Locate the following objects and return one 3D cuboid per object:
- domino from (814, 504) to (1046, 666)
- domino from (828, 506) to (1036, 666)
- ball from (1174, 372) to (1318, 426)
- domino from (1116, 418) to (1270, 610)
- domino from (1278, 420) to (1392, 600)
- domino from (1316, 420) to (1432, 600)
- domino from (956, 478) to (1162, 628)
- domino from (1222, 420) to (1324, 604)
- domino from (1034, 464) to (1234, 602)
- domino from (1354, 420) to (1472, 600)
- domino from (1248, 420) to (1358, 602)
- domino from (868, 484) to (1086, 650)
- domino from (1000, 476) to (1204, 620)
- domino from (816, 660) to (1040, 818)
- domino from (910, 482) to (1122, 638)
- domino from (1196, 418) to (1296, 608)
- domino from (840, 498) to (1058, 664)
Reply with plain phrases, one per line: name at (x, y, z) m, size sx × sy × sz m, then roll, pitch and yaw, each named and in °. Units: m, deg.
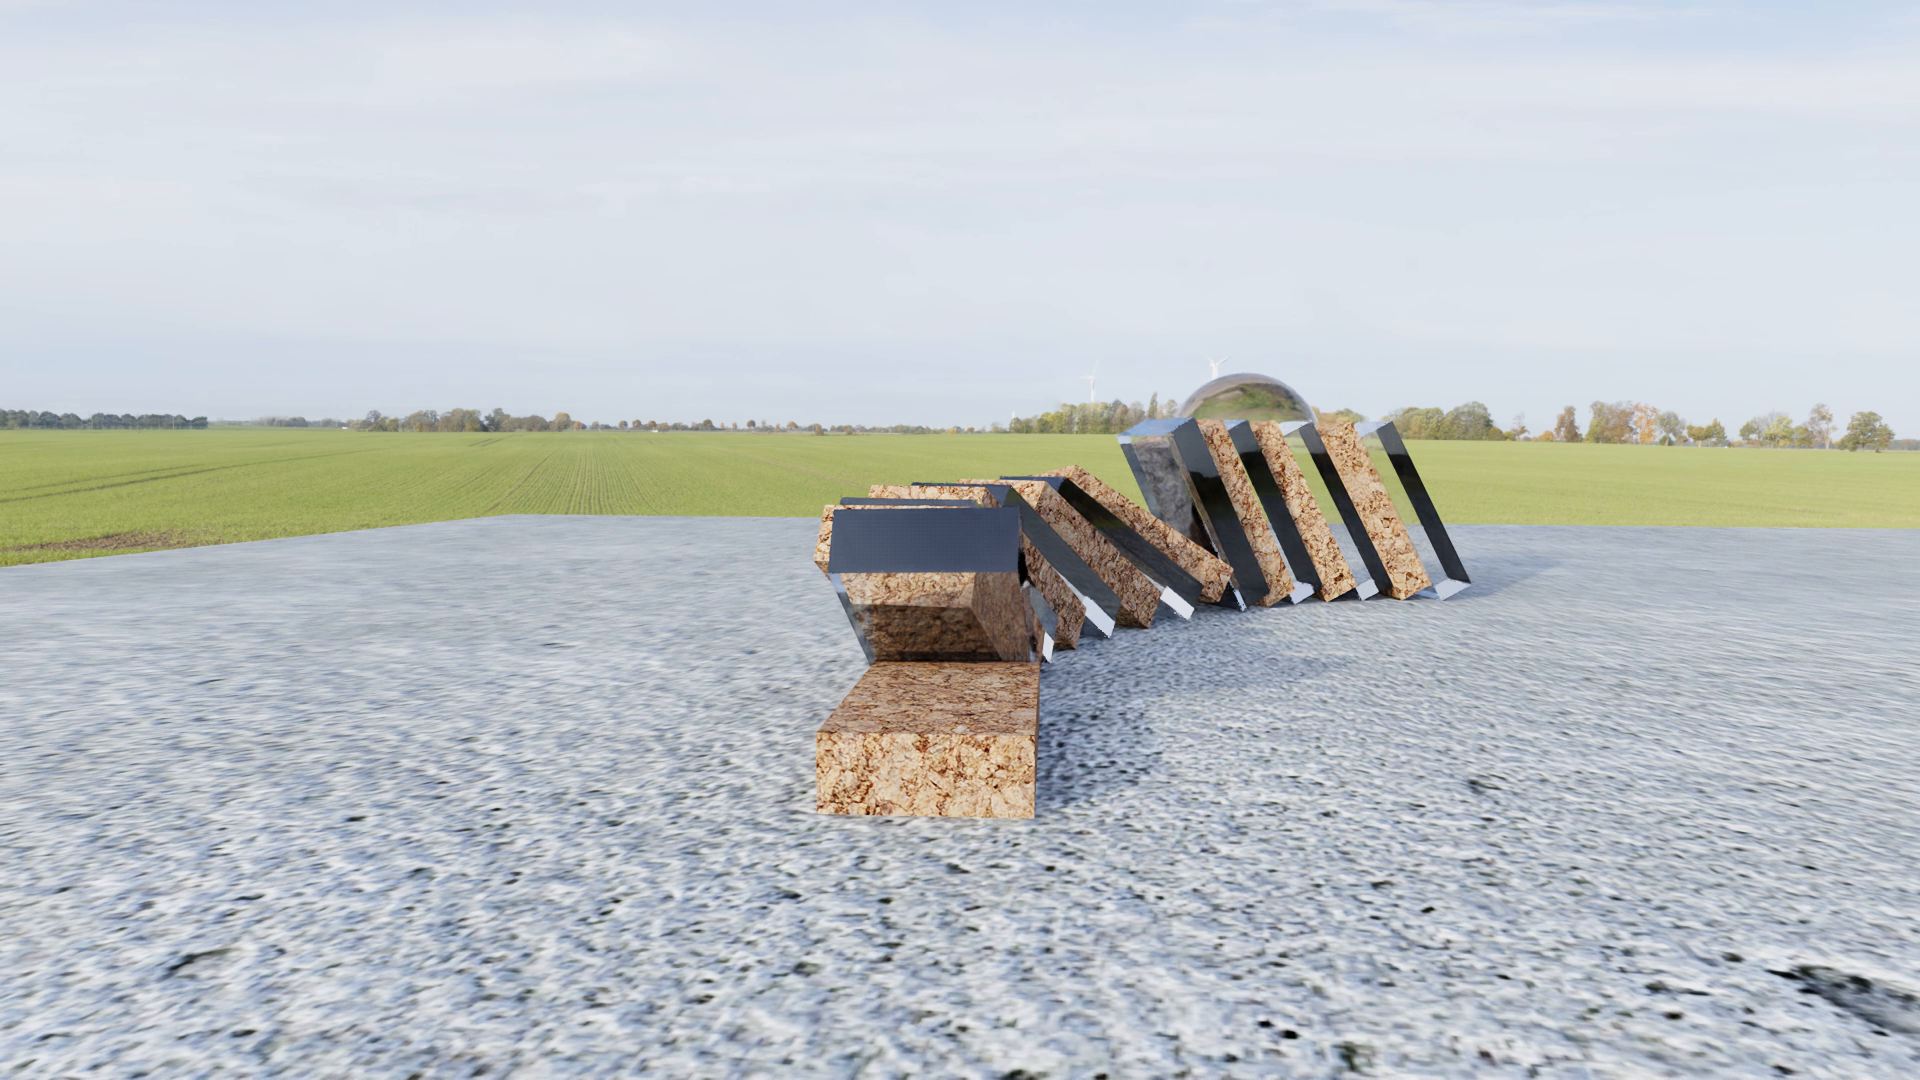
domino at (-0.003, 0.010, 0.214) m, size 0.025 × 0.009 × 0.050 m, roll 1°, pitch -25°, yaw 17°
domino at (-0.002, 0.011, 0.192) m, size 0.025 × 0.009 × 0.050 m, roll -1°, pitch -26°, yaw 6°
ball at (0.150, -0.048, 0.677) m, size 0.080 × 0.080 × 0.080 m, roll 0°, pitch 4°, yaw 0°
domino at (0.060, -0.007, 0.333) m, size 0.009 × 0.050 × 0.025 m, roll -30°, pitch 13°, yaw -17°
domino at (0.101, -0.009, 0.359) m, size 0.010 × 0.050 × 0.025 m, roll -28°, pitch 5°, yaw -1°
domino at (0.112, -0.009, 0.359) m, size 0.009 × 0.050 × 0.025 m, roll -28°, pitch 5°, yaw -1°
domino at (0.022, 0.004, 0.289) m, size 0.025 × 0.010 × 0.050 m, roll 4°, pitch -26°, yaw 43°
domino at (0.079, -0.008, 0.349) m, size 0.010 × 0.050 × 0.025 m, roll -29°, pitch 10°, yaw -10°
domino at (0.041, 0.000, 0.321) m, size 0.050 × 0.009 × 0.025 m, roll 32°, pitch -15°, yaw -18°
domino at (0.123, -0.009, 0.358) m, size 0.010 × 0.050 × 0.025 m, roll -28°, pitch 5°, yaw -1°
domino at (0.091, -0.008, 0.355) m, size 0.010 × 0.050 × 0.025 m, roll -28°, pitch 5°, yaw -1°
domino at (0.004, 0.006, 0.255) m, size 0.025 × 0.009 × 0.050 m, roll 3°, pitch -27°, yaw 31°
domino at (0.032, 0.002, 0.306) m, size 0.050 × 0.010 × 0.025 m, roll 35°, pitch -16°, yaw -30°
domino at (-0.002, 0.025, 0.171) m, size 0.025 × 0.010 × 0.050 m, roll 0°, pitch 4°, yaw 4°
domino at (0.011, 0.005, 0.273) m, size 0.025 × 0.009 × 0.050 m, roll 3°, pitch -27°, yaw 38°
domino at (0.069, -0.007, 0.341) m, size 0.010 × 0.050 × 0.025 m, roll -30°, pitch 13°, yaw -16°
domino at (-0.001, 0.008, 0.235) m, size 0.025 × 0.010 × 0.050 m, roll 2°, pitch -26°, yaw 22°
